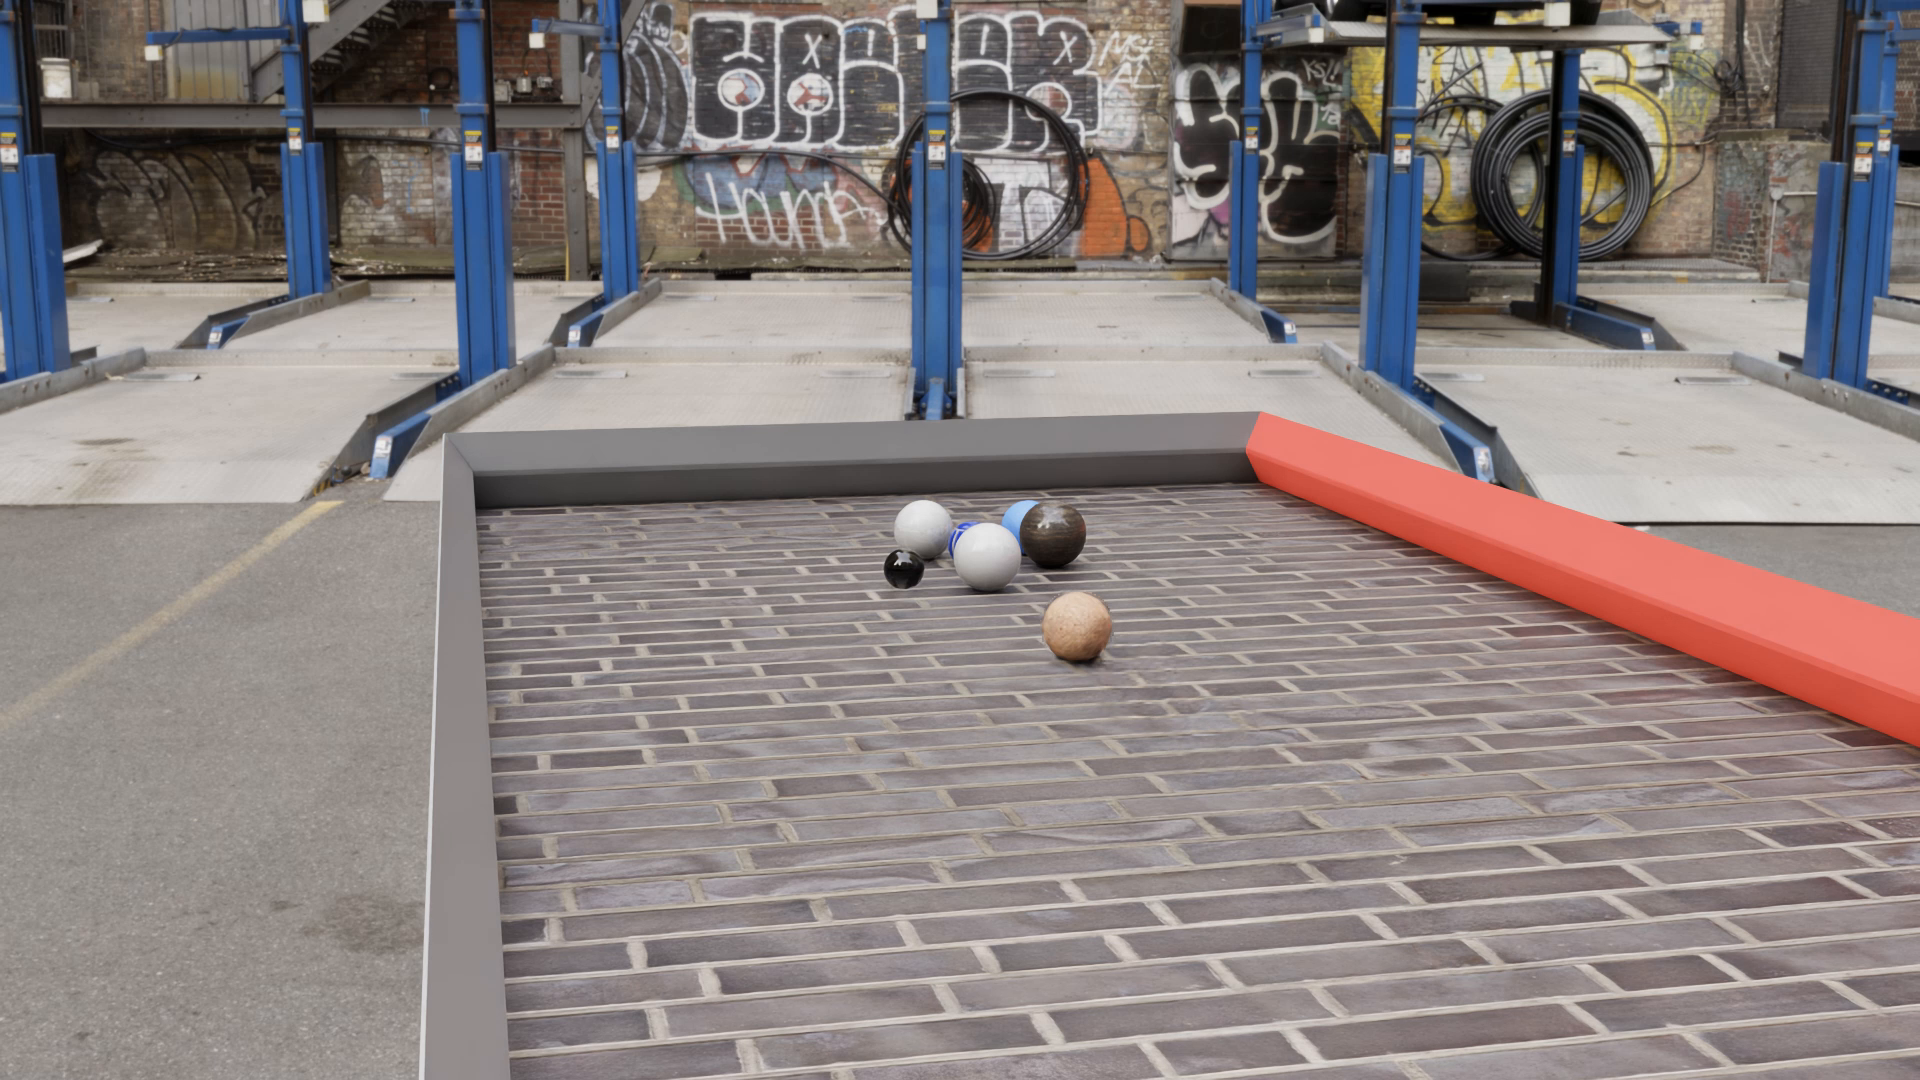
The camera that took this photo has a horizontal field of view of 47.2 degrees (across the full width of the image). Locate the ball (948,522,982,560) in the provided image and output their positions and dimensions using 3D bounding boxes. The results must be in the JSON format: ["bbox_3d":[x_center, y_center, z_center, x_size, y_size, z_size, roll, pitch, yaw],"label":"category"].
[{"bbox_3d":[0.017,0.007,3.114,0.068,0.068,0.068,0,10,0],"label":"ball"}]

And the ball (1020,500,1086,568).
[{"bbox_3d":[0.132,-0.009,3.124,0.096,0.096,0.096,0,10,0],"label":"ball"}]

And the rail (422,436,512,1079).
[{"bbox_3d":[-0.517,0.122,2.287,0.045,0.124,2.822,-2,10,-13],"label":"rail"}]

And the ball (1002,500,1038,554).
[{"bbox_3d":[0.100,-0.019,3.225,0.080,0.080,0.080,0,10,0],"label":"ball"}]

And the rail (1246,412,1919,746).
[{"bbox_3d":[0.830,0.069,2.588,0.045,0.124,2.822,-2,10,-13],"label":"rail"}]

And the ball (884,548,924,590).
[{"bbox_3d":[-0.076,0.039,2.967,0.055,0.055,0.055,0,10,0],"label":"ball"}]

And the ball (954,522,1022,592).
[{"bbox_3d":[0.037,0.023,2.954,0.092,0.092,0.092,0,10,0],"label":"ball"}]

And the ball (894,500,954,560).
[{"bbox_3d":[-0.053,-0.015,3.184,0.086,0.086,0.086,0,10,0],"label":"ball"}]

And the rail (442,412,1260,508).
[{"bbox_3d":[-0.151,-0.138,3.770,1.429,0.124,0.045,-2,10,-13],"label":"rail"}]

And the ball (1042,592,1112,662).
[{"bbox_3d":[0.135,0.101,2.542,0.080,0.080,0.080,0,10,0],"label":"ball"}]
